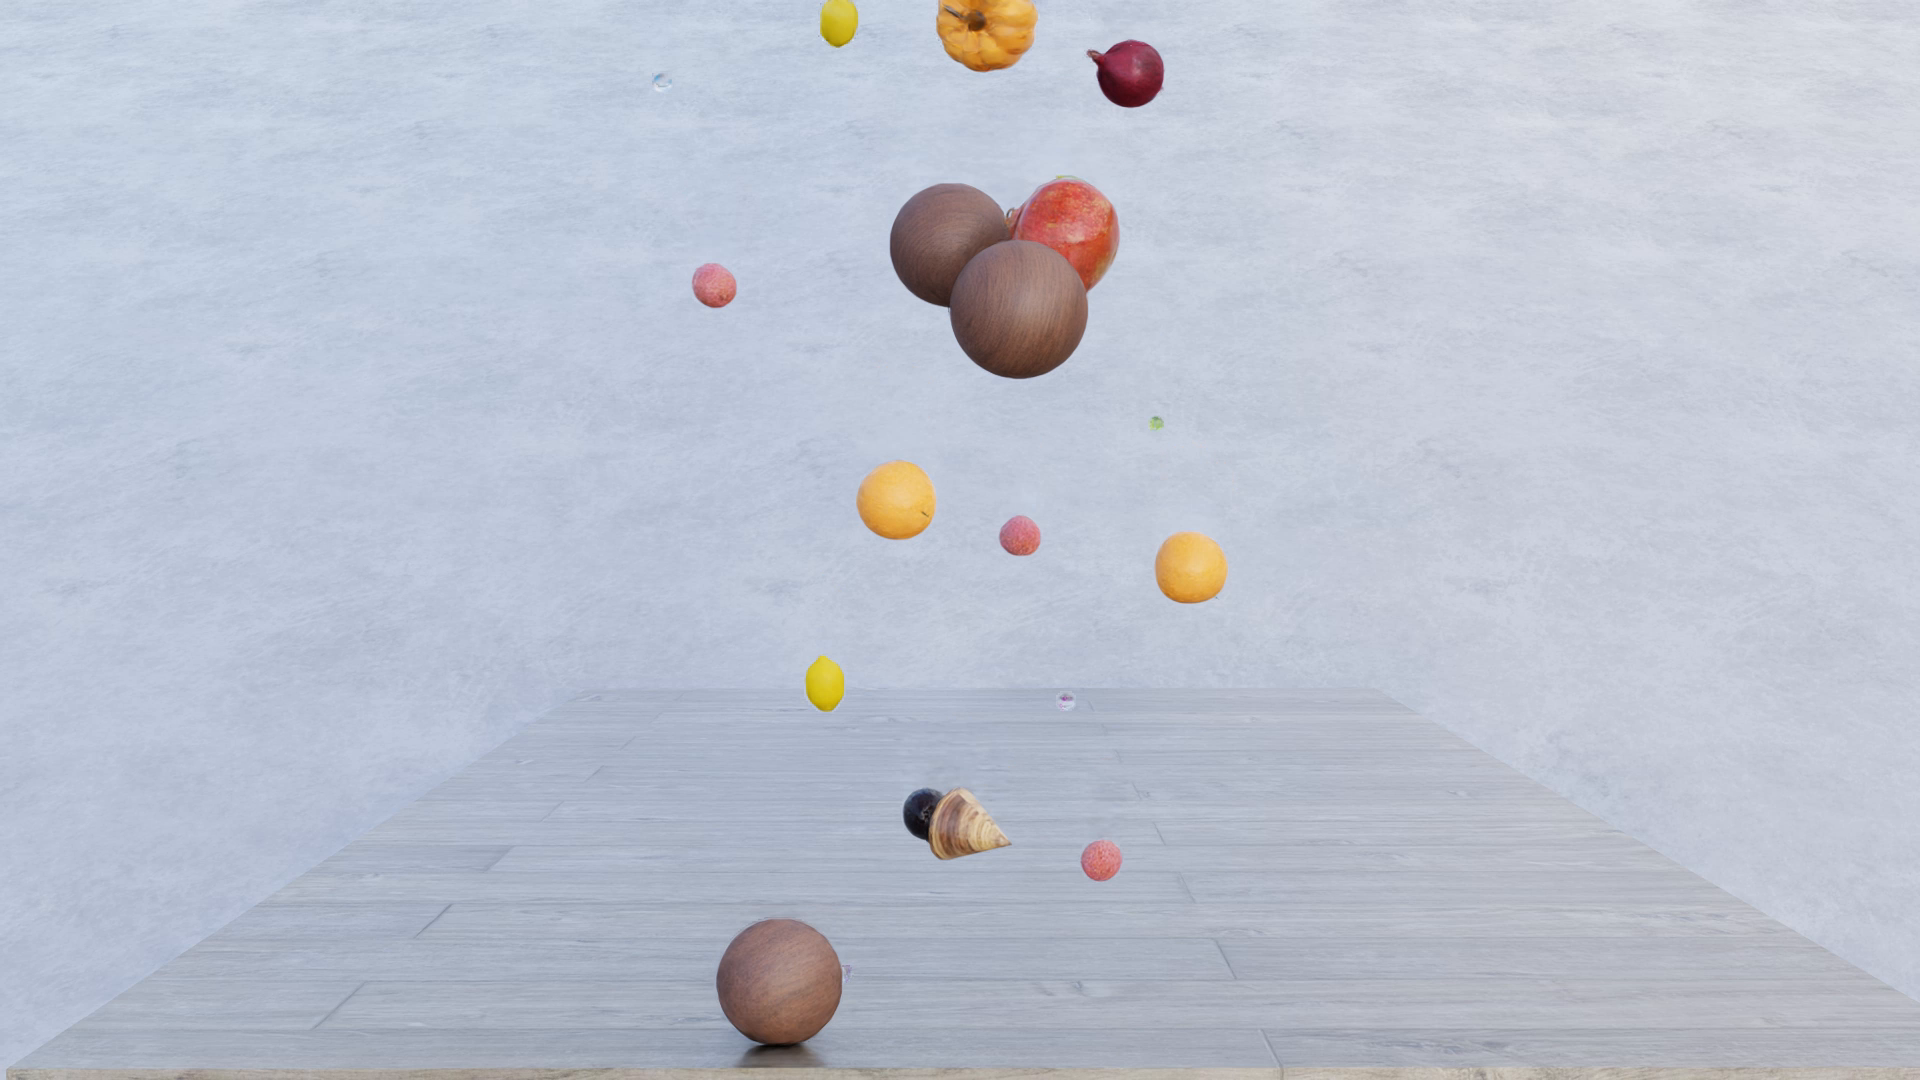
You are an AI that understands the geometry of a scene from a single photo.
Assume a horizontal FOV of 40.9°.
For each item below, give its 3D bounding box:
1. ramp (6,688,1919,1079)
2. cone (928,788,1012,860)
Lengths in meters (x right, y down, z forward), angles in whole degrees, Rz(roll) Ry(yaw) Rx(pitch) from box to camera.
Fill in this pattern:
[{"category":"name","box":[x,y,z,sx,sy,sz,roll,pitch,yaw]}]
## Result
[{"category":"ramp","box":[0.055,0.499,4.546,2.000,0.100,4.000,0,2,0]},{"category":"cone","box":[0.025,0.326,2.851,0.085,0.085,0.085,15,28,37]}]
